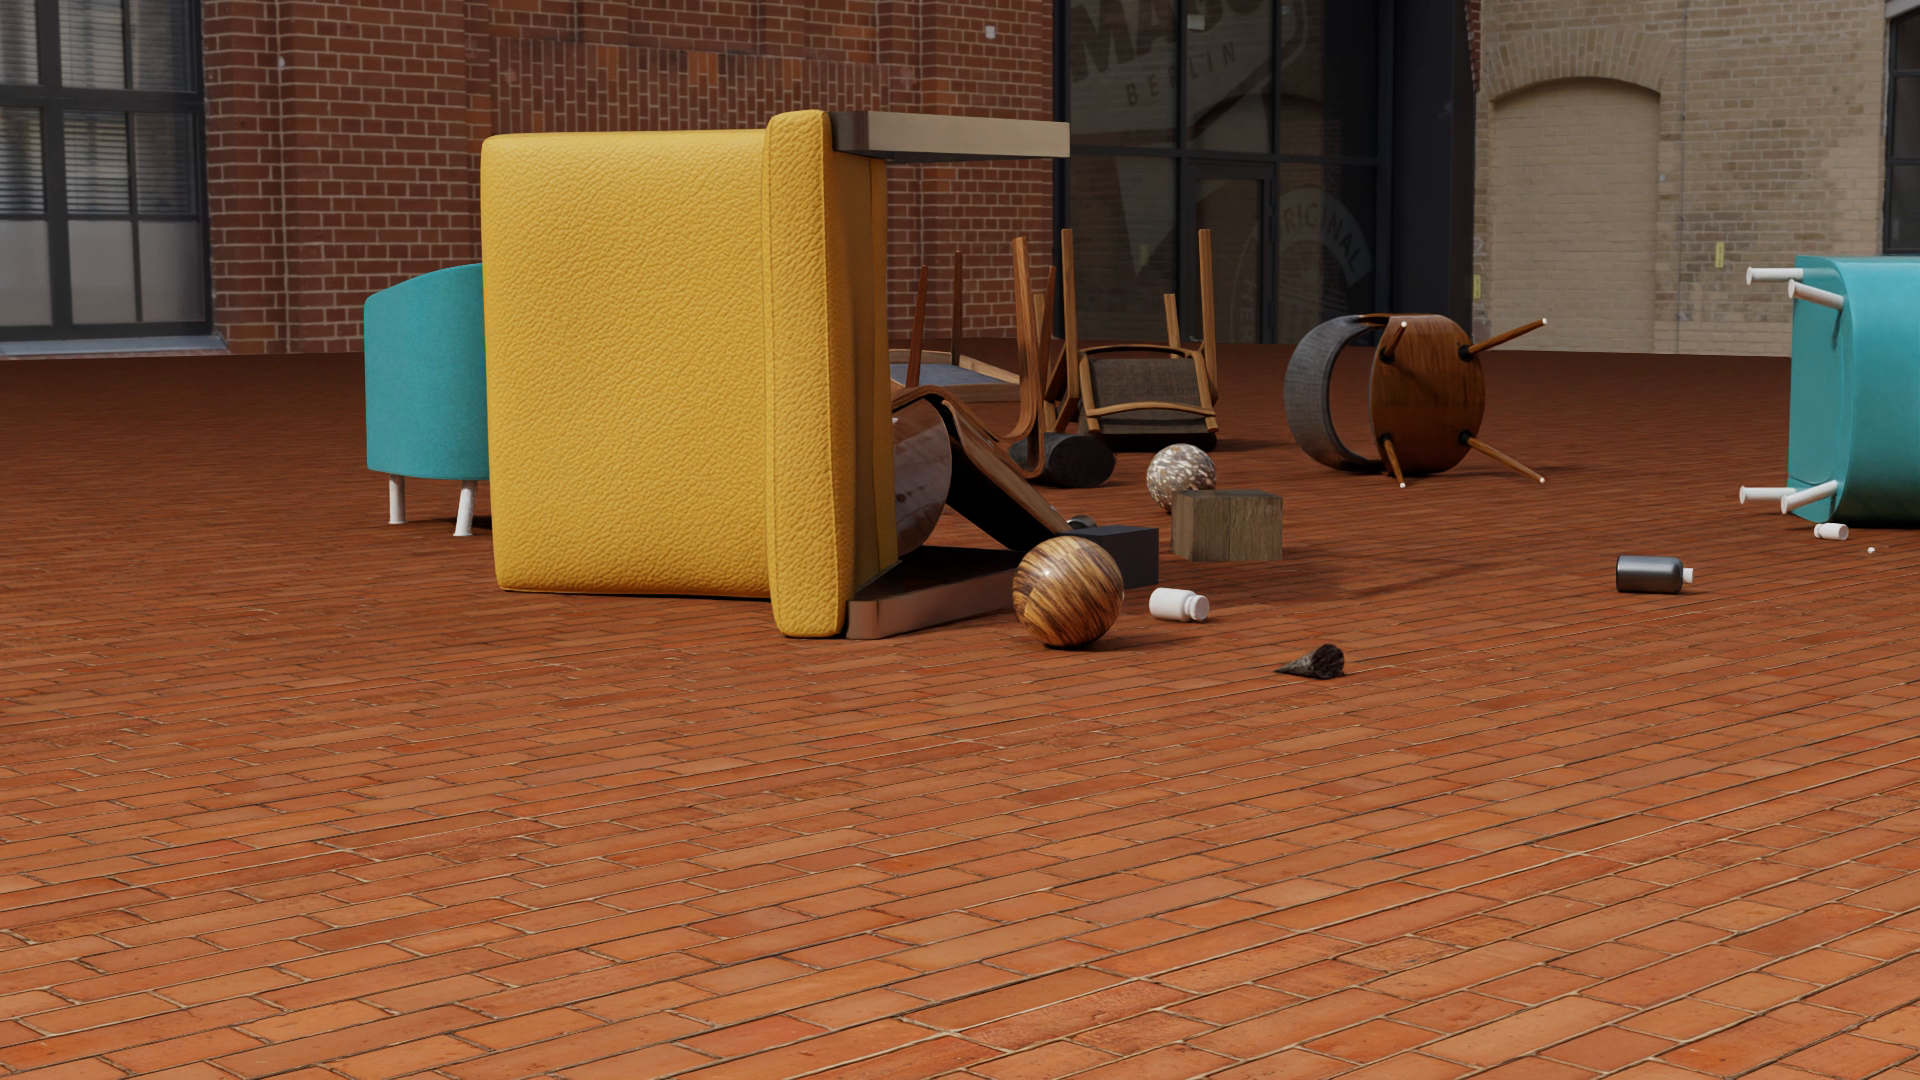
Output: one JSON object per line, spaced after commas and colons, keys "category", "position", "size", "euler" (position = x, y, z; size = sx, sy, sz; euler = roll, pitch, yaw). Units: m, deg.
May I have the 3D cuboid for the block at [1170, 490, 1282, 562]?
{"category": "block", "position": [0.625, -0.035, 6.035], "size": [0.213, 0.148, 0.219], "euler": [-1, 6, -9]}

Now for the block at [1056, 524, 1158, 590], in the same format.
{"category": "block", "position": [0.313, 0.039, 5.440], "size": [0.118, 0.121, 0.211], "euler": [5, 8, 38]}

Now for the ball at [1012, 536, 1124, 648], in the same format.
{"category": "ball", "position": [0.191, 0.092, 4.549], "size": [0.199, 0.199, 0.199], "euler": [0, 6, 0]}

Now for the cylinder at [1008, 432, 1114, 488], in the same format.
{"category": "cylinder", "position": [0.318, -0.253, 8.076], "size": [0.235, 0.161, 0.265], "euler": [3, 4, -28]}

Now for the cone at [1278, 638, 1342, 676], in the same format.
{"category": "cone", "position": [0.563, 0.209, 4.247], "size": [0.114, 0.057, 0.094], "euler": [-24, 0, 37]}

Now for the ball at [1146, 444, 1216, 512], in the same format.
{"category": "ball", "position": [0.613, -0.170, 7.109], "size": [0.196, 0.196, 0.196], "euler": [0, 6, 0]}

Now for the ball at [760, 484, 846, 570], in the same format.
{"category": "ball", "position": [-0.354, -0.030, 5.766], "size": [0.192, 0.192, 0.192], "euler": [0, 6, 0]}
